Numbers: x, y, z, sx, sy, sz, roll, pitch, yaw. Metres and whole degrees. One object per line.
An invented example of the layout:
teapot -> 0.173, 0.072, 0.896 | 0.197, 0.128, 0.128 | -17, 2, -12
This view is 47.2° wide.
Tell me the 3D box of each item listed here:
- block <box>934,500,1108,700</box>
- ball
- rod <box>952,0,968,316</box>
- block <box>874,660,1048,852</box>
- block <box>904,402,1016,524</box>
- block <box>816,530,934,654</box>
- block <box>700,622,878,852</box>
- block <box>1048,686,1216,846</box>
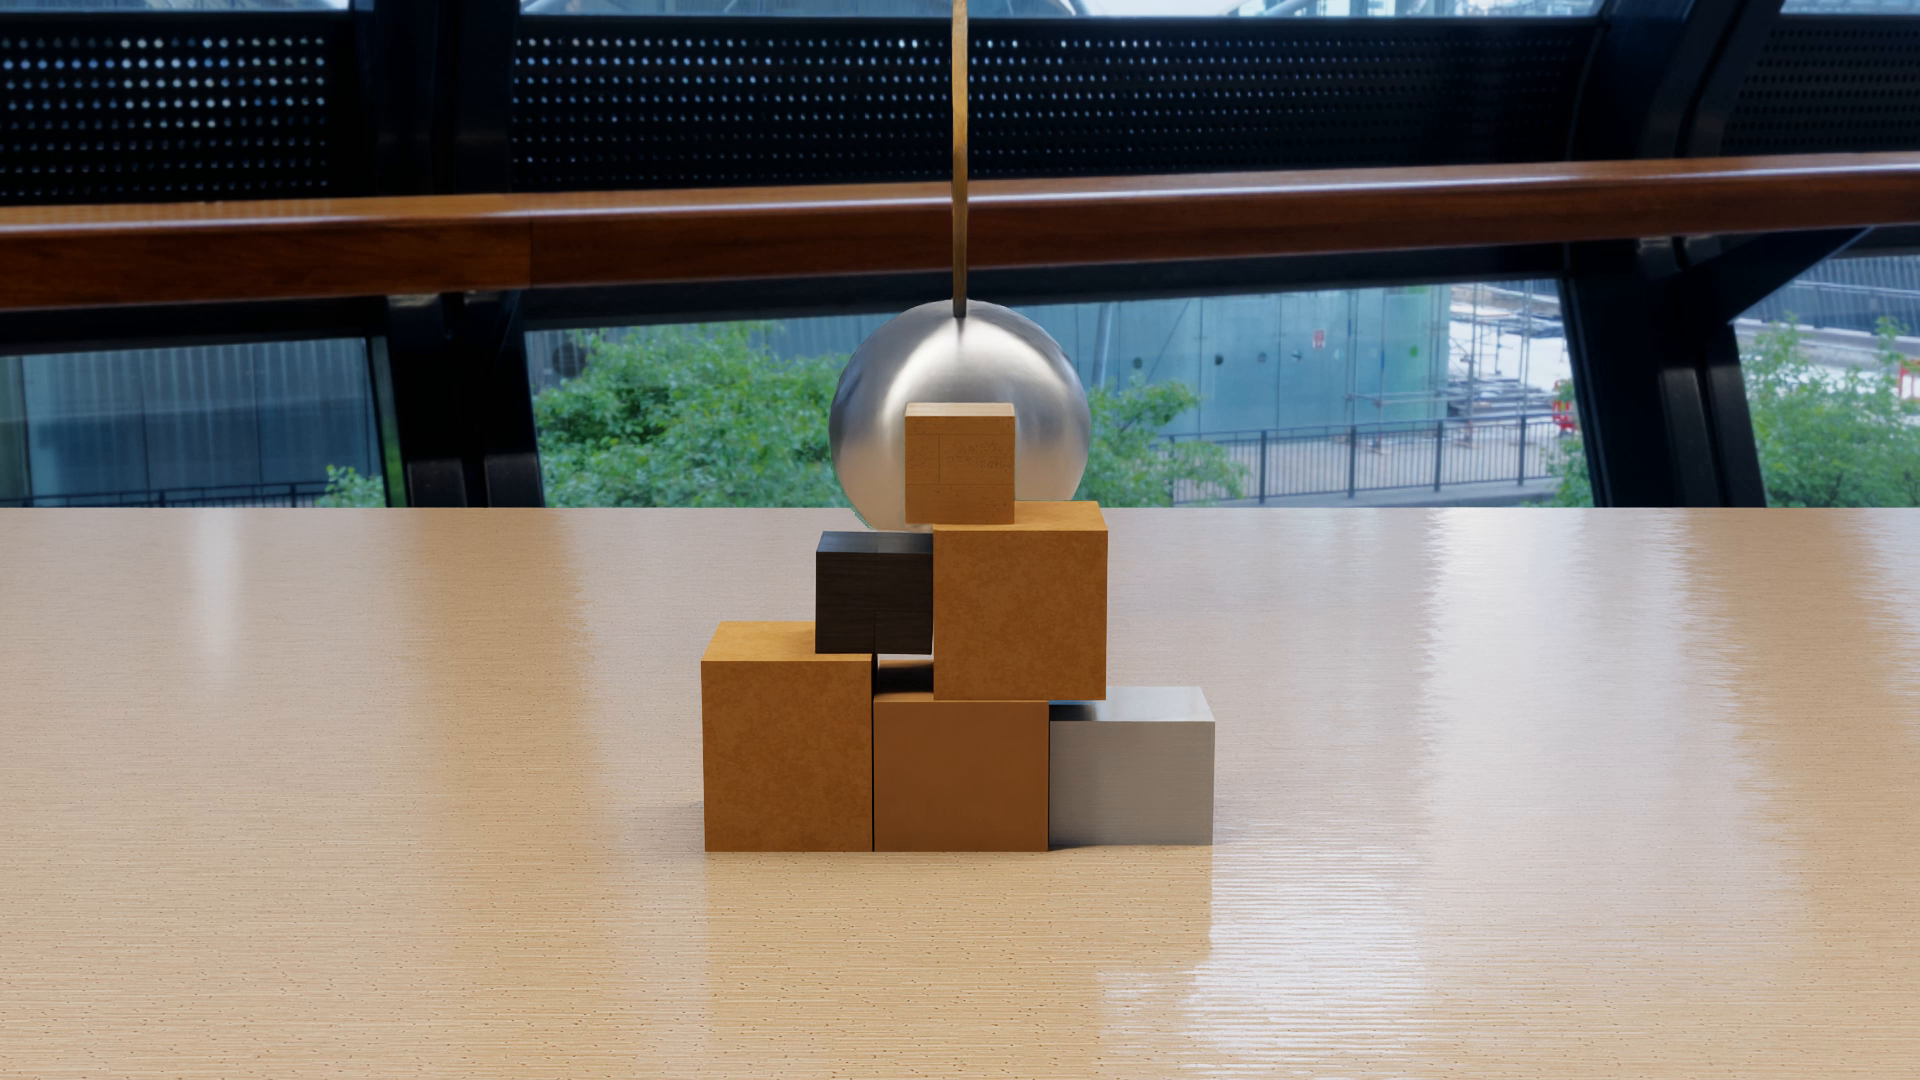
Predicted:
block -> 0.296, 0.294, 11.247 | 0.853, 0.855, 0.889 | 0, 10, 0
ball -> 0.000, -0.662, 13.392 | 1.600, 1.600, 1.600 | 0, 10, 0
rod -> 0.000, -3.521, 11.551 | 0.080, 5.200, 0.080 | 0, 33, 0
block -> 0.006, 1.099, 11.365 | 0.867, 0.771, 0.897 | 0, 10, 0
block -> 0.000, -0.392, 11.122 | 0.540, 0.540, 0.553 | 0, 10, 0
block -> -0.427, 0.263, 11.210 | 0.582, 0.513, 0.586 | 1, 10, 0
block -> -0.856, 0.996, 11.351 | 0.837, 0.980, 0.908 | 0, 10, 0
block -> 0.862, 1.159, 11.388 | 0.826, 0.645, 0.710 | 0, 10, 0
